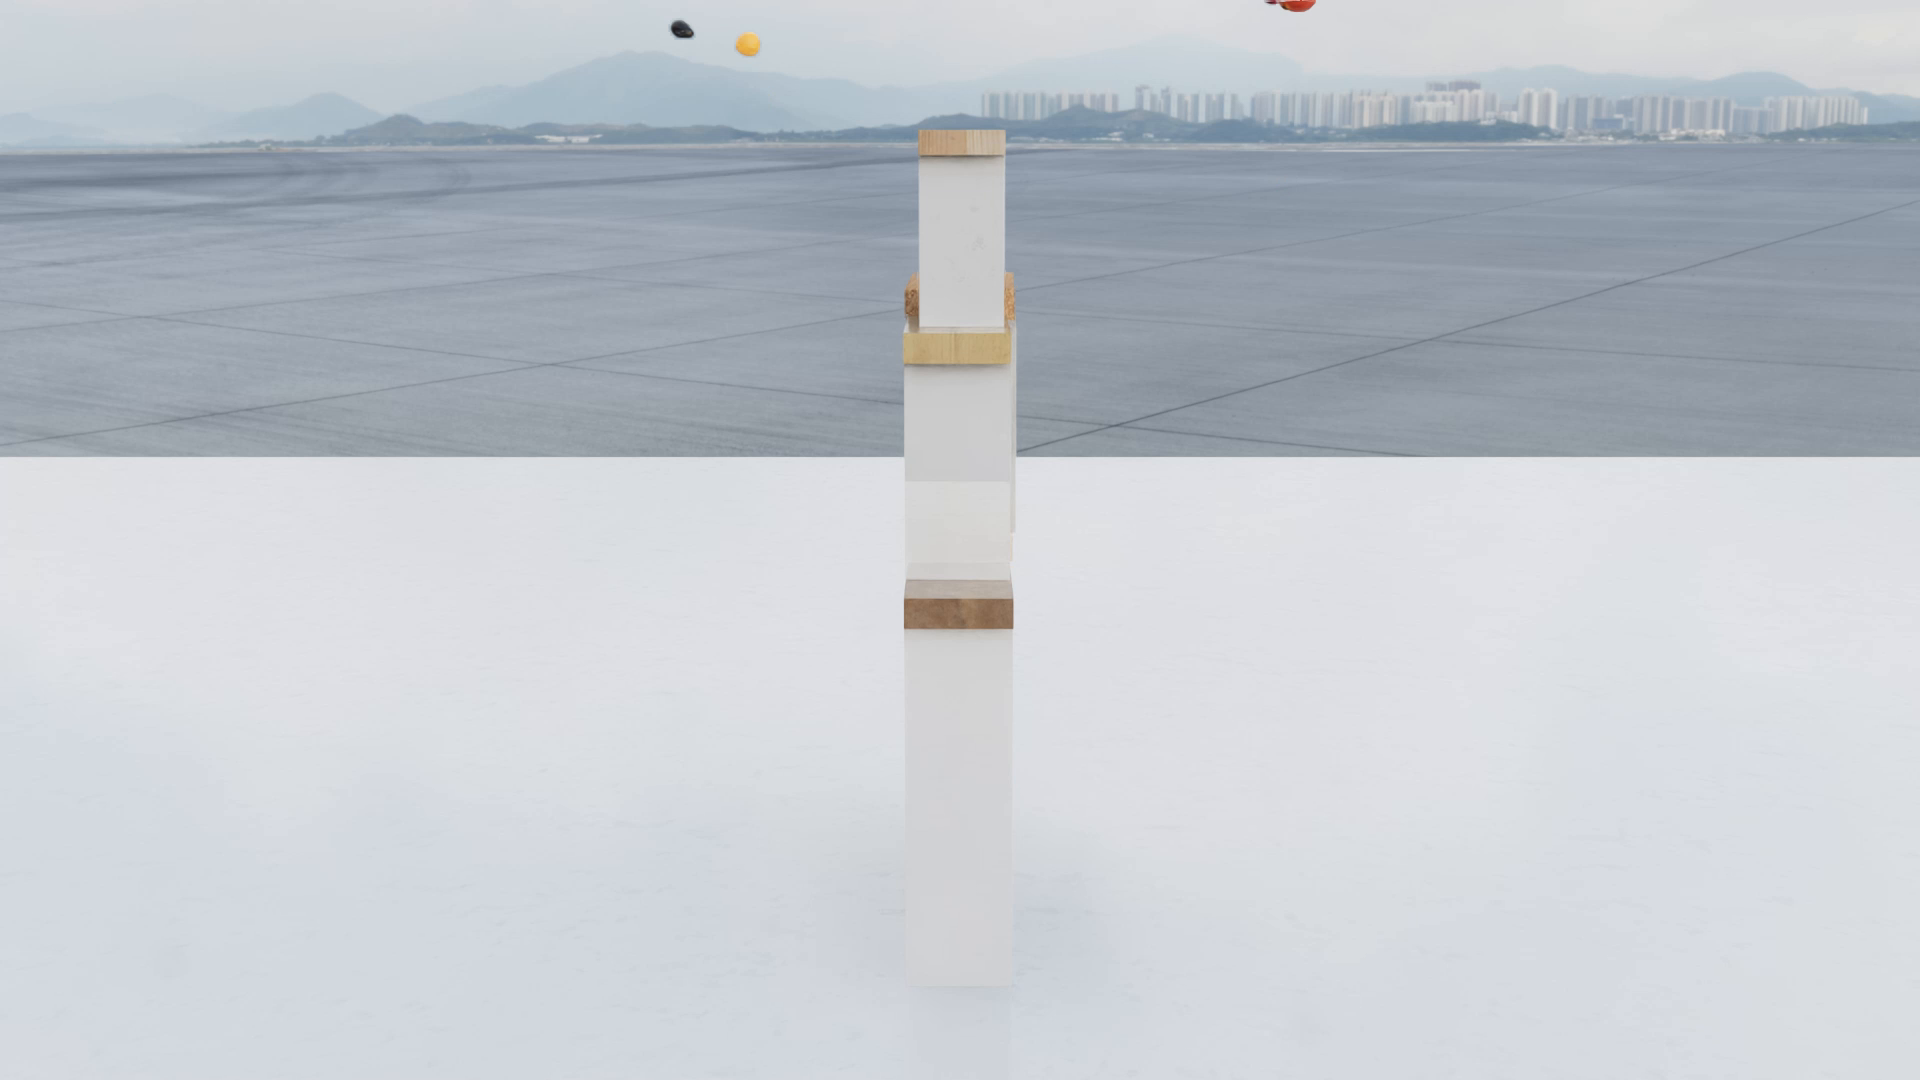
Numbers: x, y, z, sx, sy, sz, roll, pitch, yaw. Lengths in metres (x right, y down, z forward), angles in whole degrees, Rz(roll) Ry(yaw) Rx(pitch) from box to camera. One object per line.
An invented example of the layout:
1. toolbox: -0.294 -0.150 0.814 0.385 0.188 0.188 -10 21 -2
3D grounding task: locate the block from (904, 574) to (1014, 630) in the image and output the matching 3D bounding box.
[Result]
1. block: -0.002 0.077 3.291 0.157 0.044 0.314 0 11 0

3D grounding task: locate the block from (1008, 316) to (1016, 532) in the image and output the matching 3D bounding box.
1. block: 0.004 -0.188 3.567 0.174 0.347 0.049 0 11 0

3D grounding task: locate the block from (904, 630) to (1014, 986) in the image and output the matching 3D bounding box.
1. block: -0.002 0.389 3.242 0.157 0.551 0.044 0 11 0

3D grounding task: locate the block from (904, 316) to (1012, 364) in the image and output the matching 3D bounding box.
1. block: -0.004 -0.305 3.323 0.156 0.044 0.311 0 11 0

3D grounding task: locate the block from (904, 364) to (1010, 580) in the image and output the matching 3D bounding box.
1. block: -0.004 -0.105 3.256 0.156 0.325 0.044 0 11 0

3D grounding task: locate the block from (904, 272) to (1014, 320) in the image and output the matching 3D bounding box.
1. block: 0.003 -0.405 3.647 0.174 0.049 0.347 0 11 1

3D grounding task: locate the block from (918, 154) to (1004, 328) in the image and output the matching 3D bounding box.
1. block: 0.003 -0.443 3.255 0.126 0.252 0.036 0 10 0

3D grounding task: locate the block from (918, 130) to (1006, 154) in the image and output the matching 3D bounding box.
1. block: 0.003 -0.599 3.311 0.126 0.036 0.252 0 11 0
